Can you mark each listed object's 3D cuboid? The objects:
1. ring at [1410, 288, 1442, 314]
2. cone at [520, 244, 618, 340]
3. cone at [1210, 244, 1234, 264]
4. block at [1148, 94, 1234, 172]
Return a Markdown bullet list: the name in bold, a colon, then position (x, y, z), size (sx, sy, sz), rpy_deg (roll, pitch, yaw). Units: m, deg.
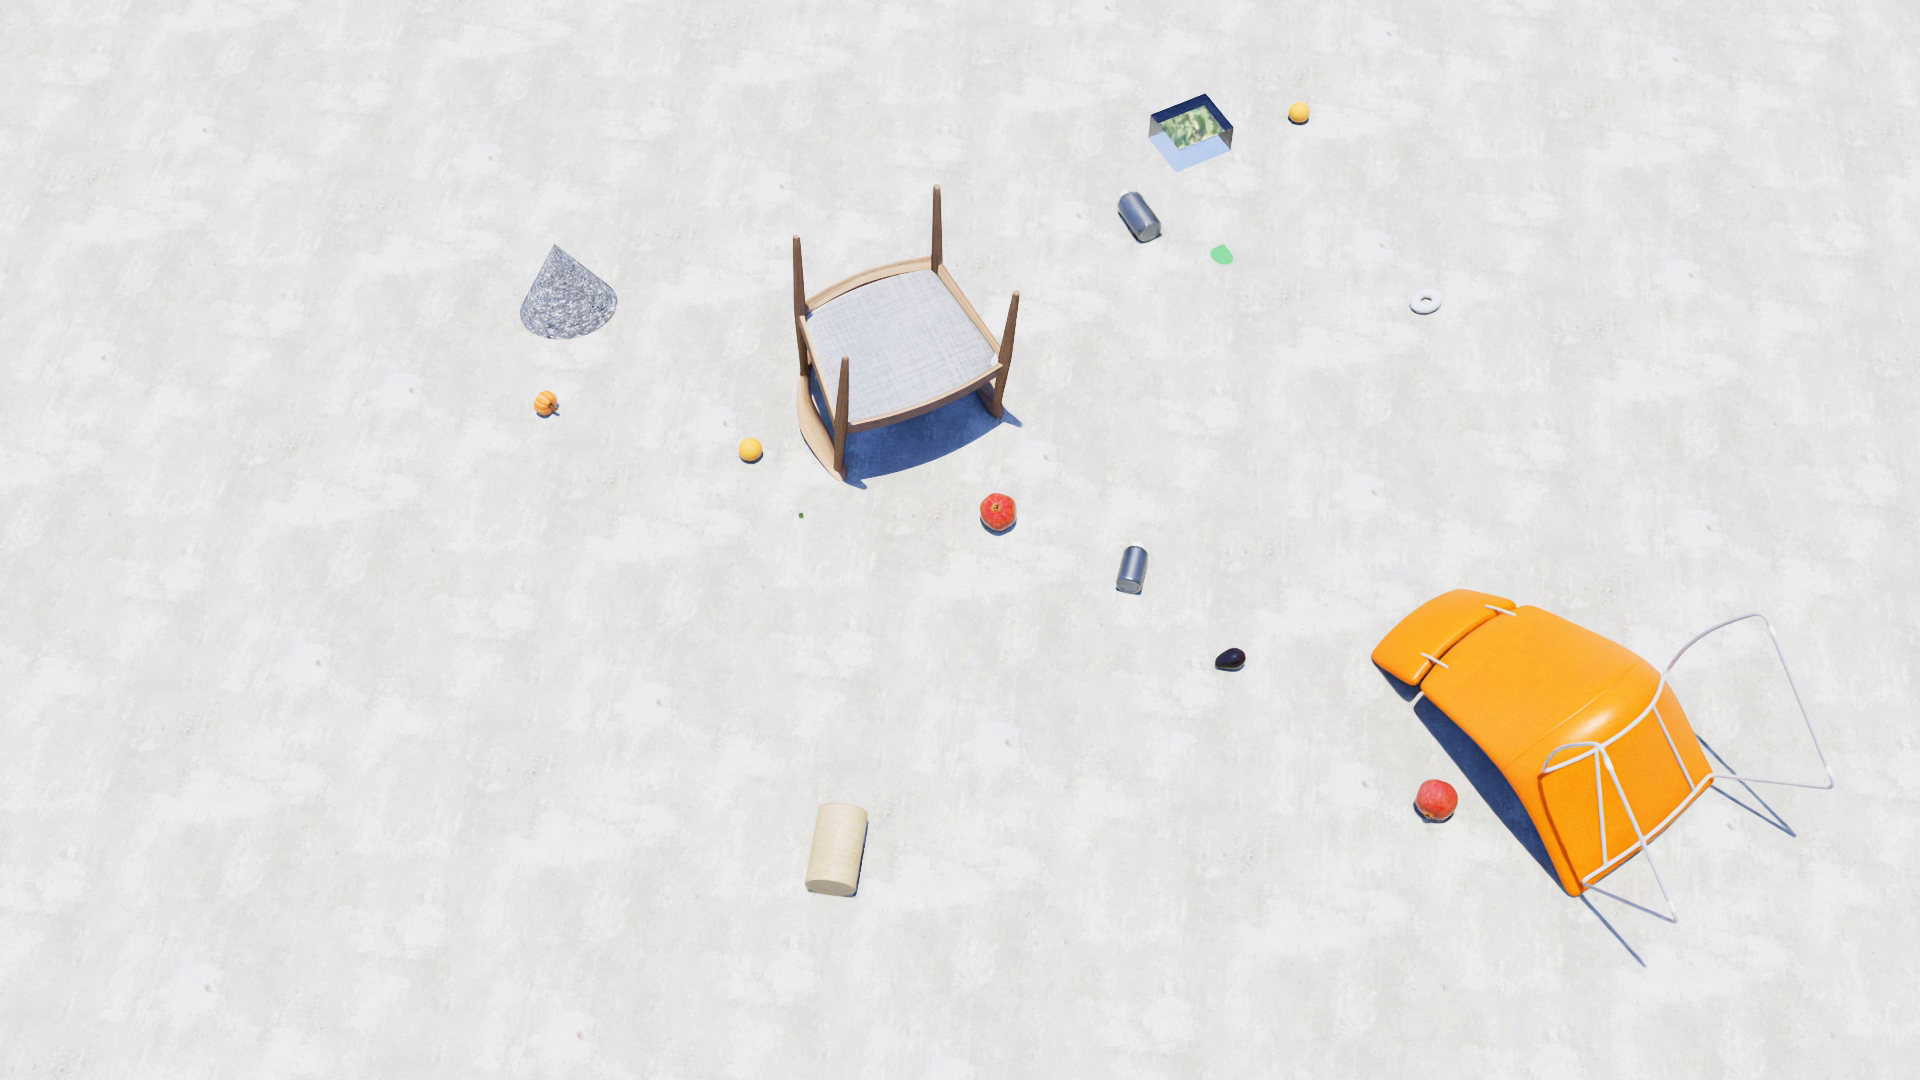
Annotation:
- **ring**: position (1.499, -0.769, 7.073), size (0.116, 0.029, 0.089), rpy_deg (-30, 60, -20)
- **cone**: position (-1.259, -0.834, 6.948), size (0.315, 0.309, 0.261), rpy_deg (-14, 57, -9)
- **cone**: position (0.857, -0.947, 7.173), size (0.066, 0.060, 0.083), rpy_deg (-36, 63, -22)
- **block**: position (0.780, -1.376, 7.431), size (0.217, 0.111, 0.182), rpy_deg (-24, 59, -15)
